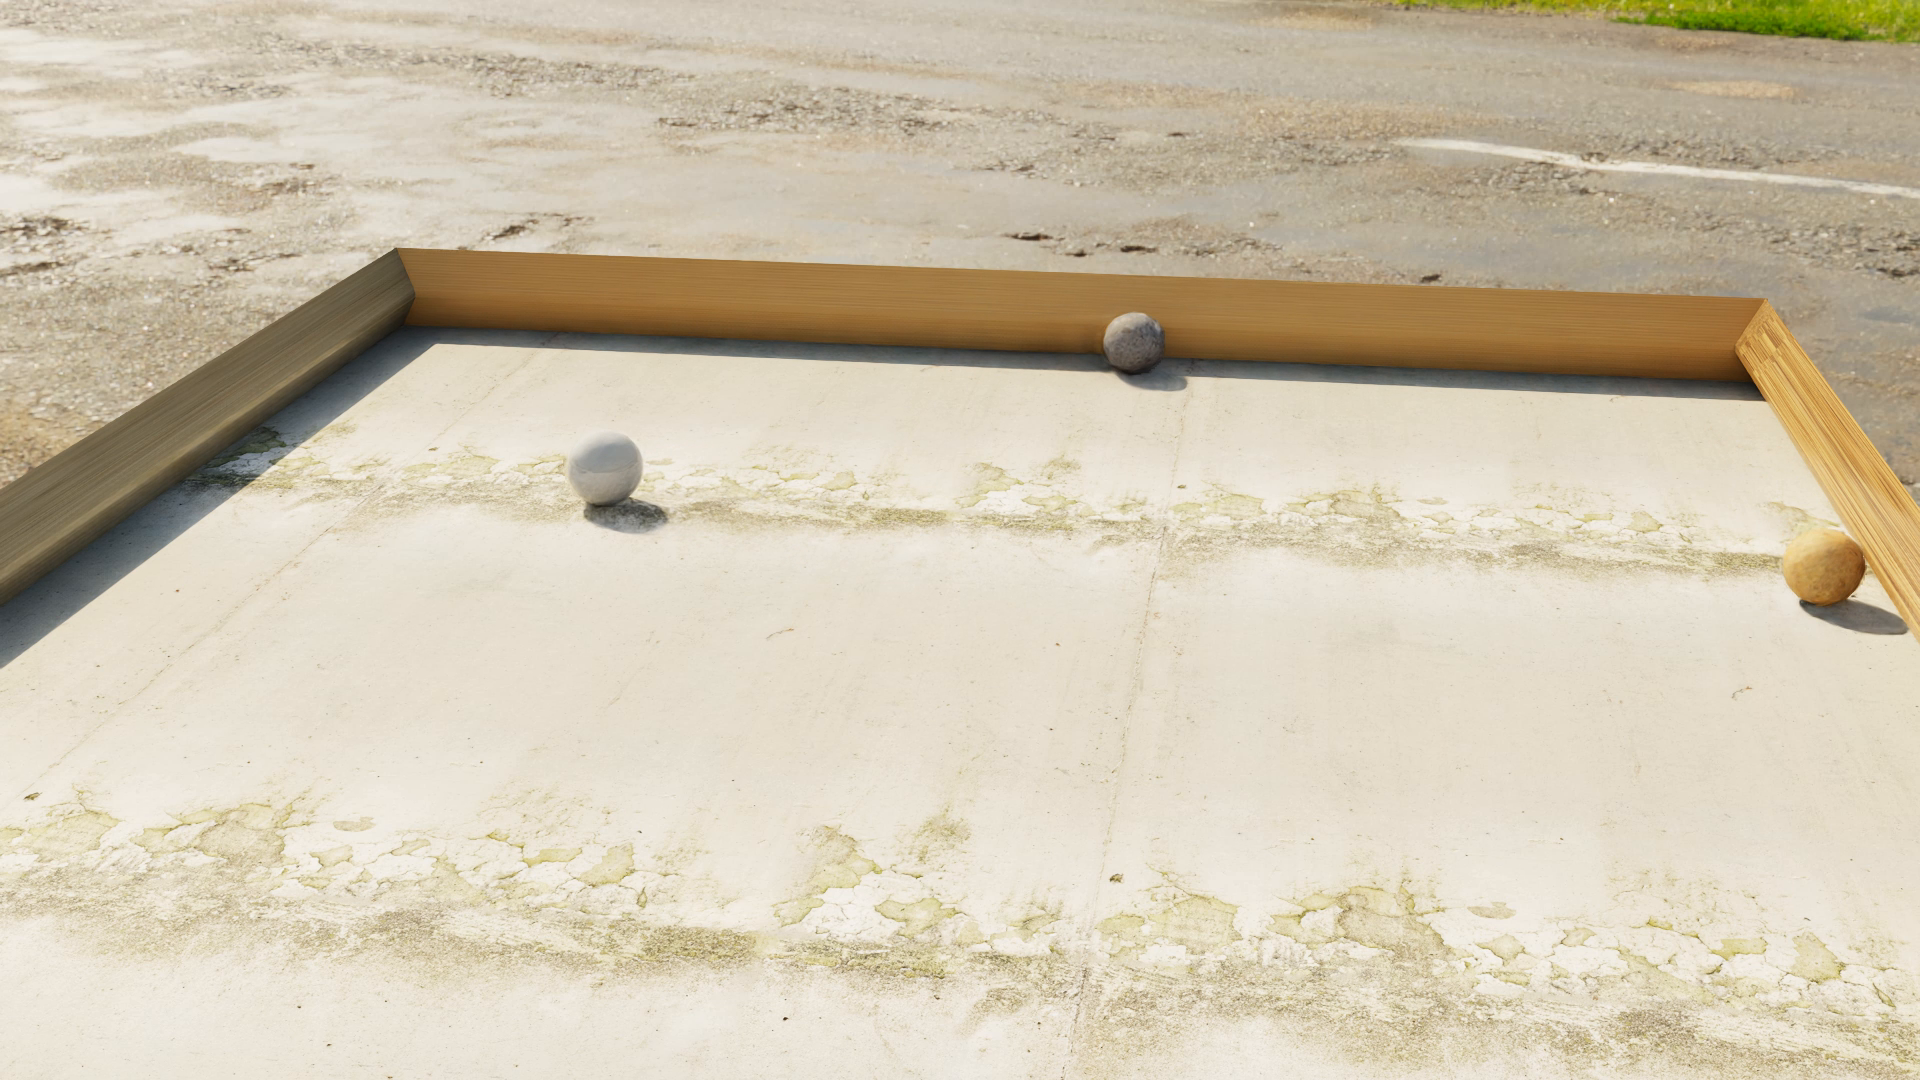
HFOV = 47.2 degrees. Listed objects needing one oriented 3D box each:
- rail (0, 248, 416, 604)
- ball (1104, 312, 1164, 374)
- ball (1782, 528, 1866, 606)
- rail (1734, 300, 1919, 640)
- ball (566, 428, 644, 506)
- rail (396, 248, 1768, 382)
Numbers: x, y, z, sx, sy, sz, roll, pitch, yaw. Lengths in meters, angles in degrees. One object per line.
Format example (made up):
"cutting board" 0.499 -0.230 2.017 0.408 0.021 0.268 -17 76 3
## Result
"rail" -1.147 0.262 1.785 0.045 0.124 3.716 3 21 8
"ball" 0.258 -0.292 3.261 0.091 0.091 0.091 0 21 0
"ball" 0.958 0.029 2.440 0.086 0.086 0.086 0 21 0
"rail" 0.870 0.372 1.501 0.045 0.124 3.716 3 21 8
"ball" -0.442 -0.090 2.735 0.096 0.096 0.096 0 21 0
"rail" 0.135 -0.340 3.334 2.087 0.124 0.045 3 21 8
